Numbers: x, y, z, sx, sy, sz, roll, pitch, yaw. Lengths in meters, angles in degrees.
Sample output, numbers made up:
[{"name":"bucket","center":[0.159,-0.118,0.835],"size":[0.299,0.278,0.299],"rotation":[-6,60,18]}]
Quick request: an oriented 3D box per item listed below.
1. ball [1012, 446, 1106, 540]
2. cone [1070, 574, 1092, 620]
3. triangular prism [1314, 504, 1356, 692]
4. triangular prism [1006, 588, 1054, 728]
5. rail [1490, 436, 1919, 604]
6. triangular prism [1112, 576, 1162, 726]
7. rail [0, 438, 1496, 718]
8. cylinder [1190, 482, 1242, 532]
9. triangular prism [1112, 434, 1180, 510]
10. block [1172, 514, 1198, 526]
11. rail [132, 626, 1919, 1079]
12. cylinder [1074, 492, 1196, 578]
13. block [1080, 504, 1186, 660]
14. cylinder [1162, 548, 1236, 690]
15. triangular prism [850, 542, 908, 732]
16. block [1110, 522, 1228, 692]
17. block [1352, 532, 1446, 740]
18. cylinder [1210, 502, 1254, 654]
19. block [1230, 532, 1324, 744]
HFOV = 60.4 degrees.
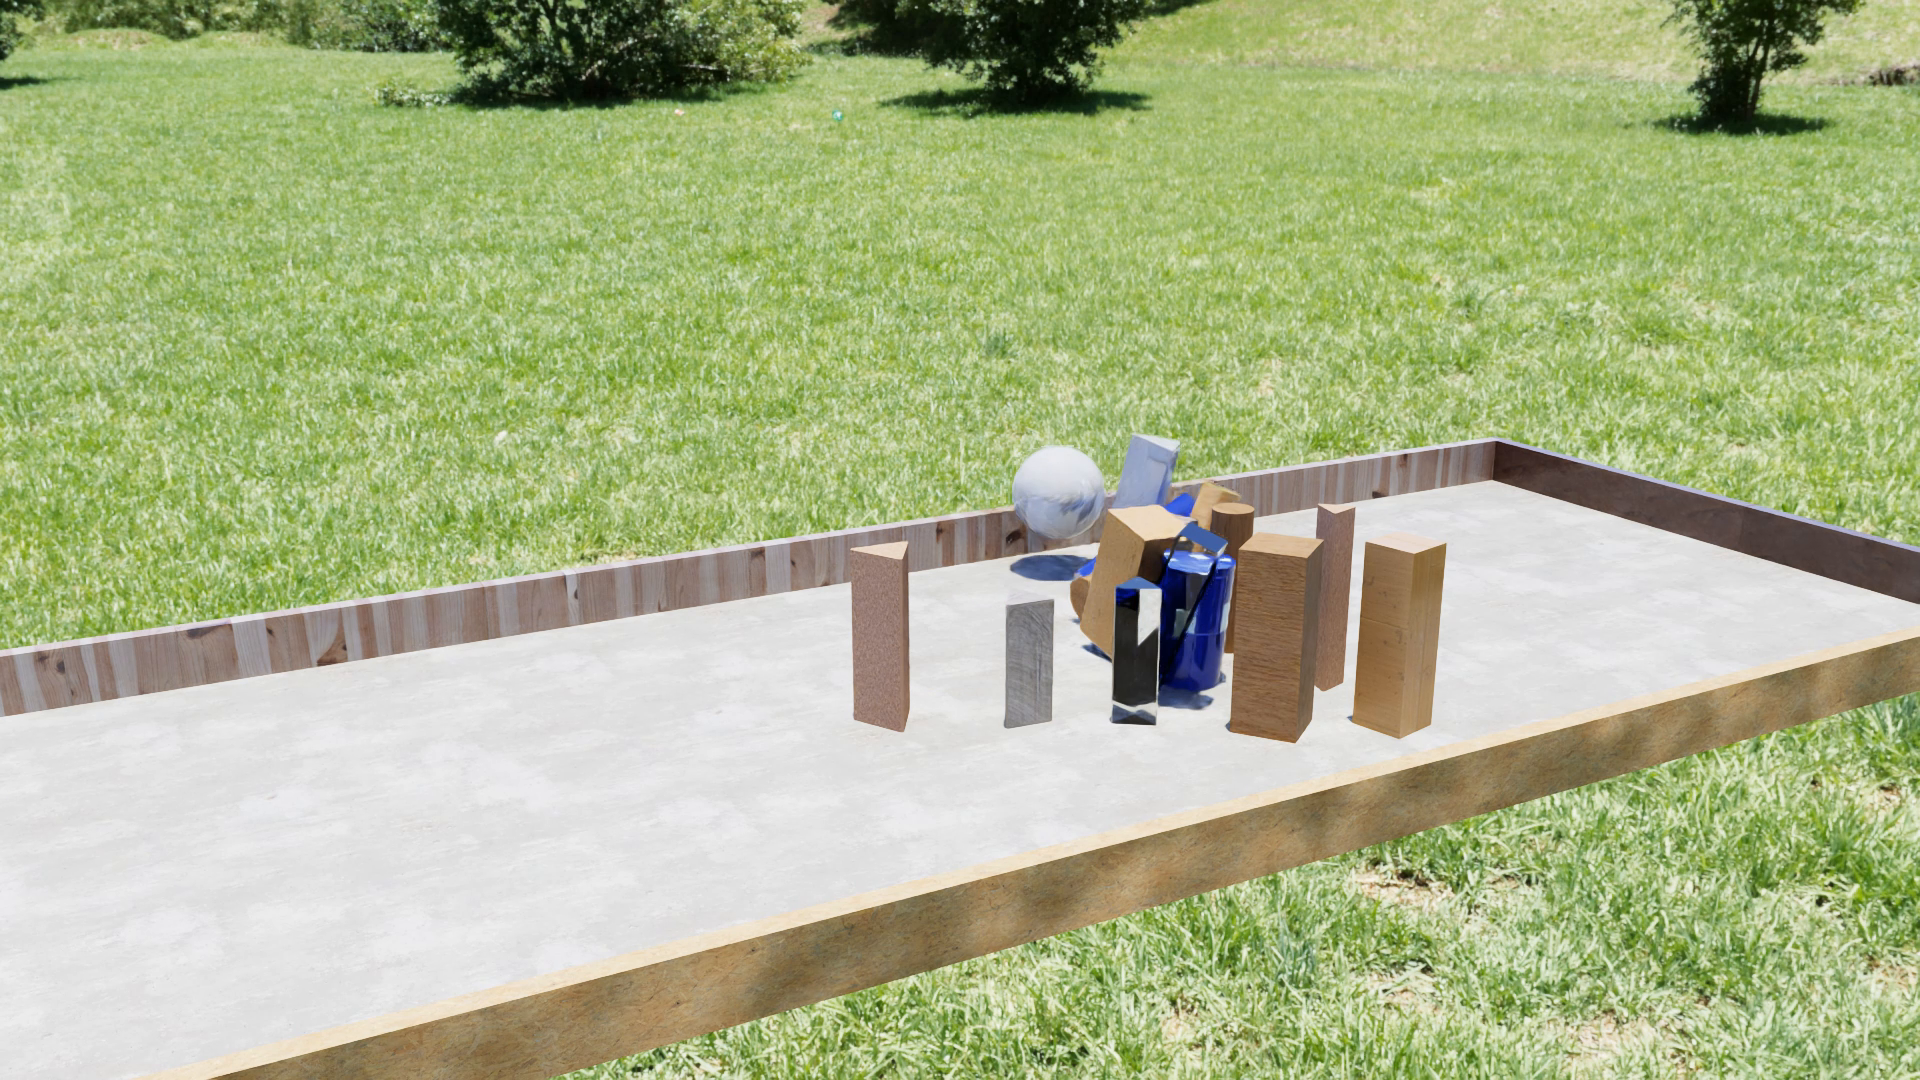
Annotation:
[{"name":"ball","center":[0.297,-0.143,4.980],"size":[0.283,0.283,0.283],"rotation":[0,16,0]},{"name":"cone","center":[0.514,0.103,4.631],"size":[0.424,0.144,0.144],"rotation":[-22,26,-31]},{"name":"triangular prism","center":[0.903,0.139,4.071],"size":[0.089,0.457,0.077],"rotation":[-16,22,-42]},{"name":"triangular prism","center":[0.143,0.274,3.880],"size":[0.120,0.305,0.104],"rotation":[-7,18,-22]},{"name":"rail","center":[2.466,-0.048,5.253],"size":[0.050,0.150,2.100],"rotation":[-9,18,-27]},{"name":"triangular prism","center":[0.414,0.259,3.876],"size":[0.106,0.337,0.091],"rotation":[2,16,7]},{"name":"rail","center":[-3.305,0.497,3.399],"size":[12.000,0.150,0.050],"rotation":[-9,18,-27]},{"name":"cylinder","center":[0.662,0.028,4.584],"size":[0.113,0.364,0.113],"rotation":[20,8,-3]},{"name":"triangular prism","center":[0.555,-0.087,4.875],"size":[0.135,0.426,0.156],"rotation":[-3,23,-45]},{"name":"block","center":[0.545,0.099,4.438],"size":[0.124,0.321,0.124],"rotation":[14,19,40]},{"name":"rail","center":[-2.336,1.006,1.665],"size":[12.000,0.150,0.050],"rotation":[-9,18,-27]},{"name":"cylinder","center":[0.514,0.021,4.700],"size":[0.393,0.106,0.106],"rotation":[-36,25,-9]},{"name":"block","center":[0.459,0.111,4.275],"size":[0.167,0.357,0.167],"rotation":[-6,31,-31]},{"name":"cylinder","center":[0.577,0.194,4.111],"size":[0.179,0.315,0.179],"rotation":[5,17,-1]},{"name":"triangular prism","center":[-0.158,0.219,3.861],"size":[0.143,0.421,0.124],"rotation":[11,20,33]},{"name":"block","center":[0.501,0.178,3.960],"size":[0.102,0.435,0.102],"rotation":[28,26,14]},{"name":"block","center":[1.016,0.219,3.819],"size":[0.130,0.447,0.130],"rotation":[-14,21,-40]},{"name":"cylinder","center":[0.709,0.101,4.336],"size":[0.110,0.381,0.110],"rotation":[0,16,0]},{"name":"block","center":[0.730,0.223,3.807],"size":[0.156,0.444,0.156],"rotation":[8,18,24]}]
